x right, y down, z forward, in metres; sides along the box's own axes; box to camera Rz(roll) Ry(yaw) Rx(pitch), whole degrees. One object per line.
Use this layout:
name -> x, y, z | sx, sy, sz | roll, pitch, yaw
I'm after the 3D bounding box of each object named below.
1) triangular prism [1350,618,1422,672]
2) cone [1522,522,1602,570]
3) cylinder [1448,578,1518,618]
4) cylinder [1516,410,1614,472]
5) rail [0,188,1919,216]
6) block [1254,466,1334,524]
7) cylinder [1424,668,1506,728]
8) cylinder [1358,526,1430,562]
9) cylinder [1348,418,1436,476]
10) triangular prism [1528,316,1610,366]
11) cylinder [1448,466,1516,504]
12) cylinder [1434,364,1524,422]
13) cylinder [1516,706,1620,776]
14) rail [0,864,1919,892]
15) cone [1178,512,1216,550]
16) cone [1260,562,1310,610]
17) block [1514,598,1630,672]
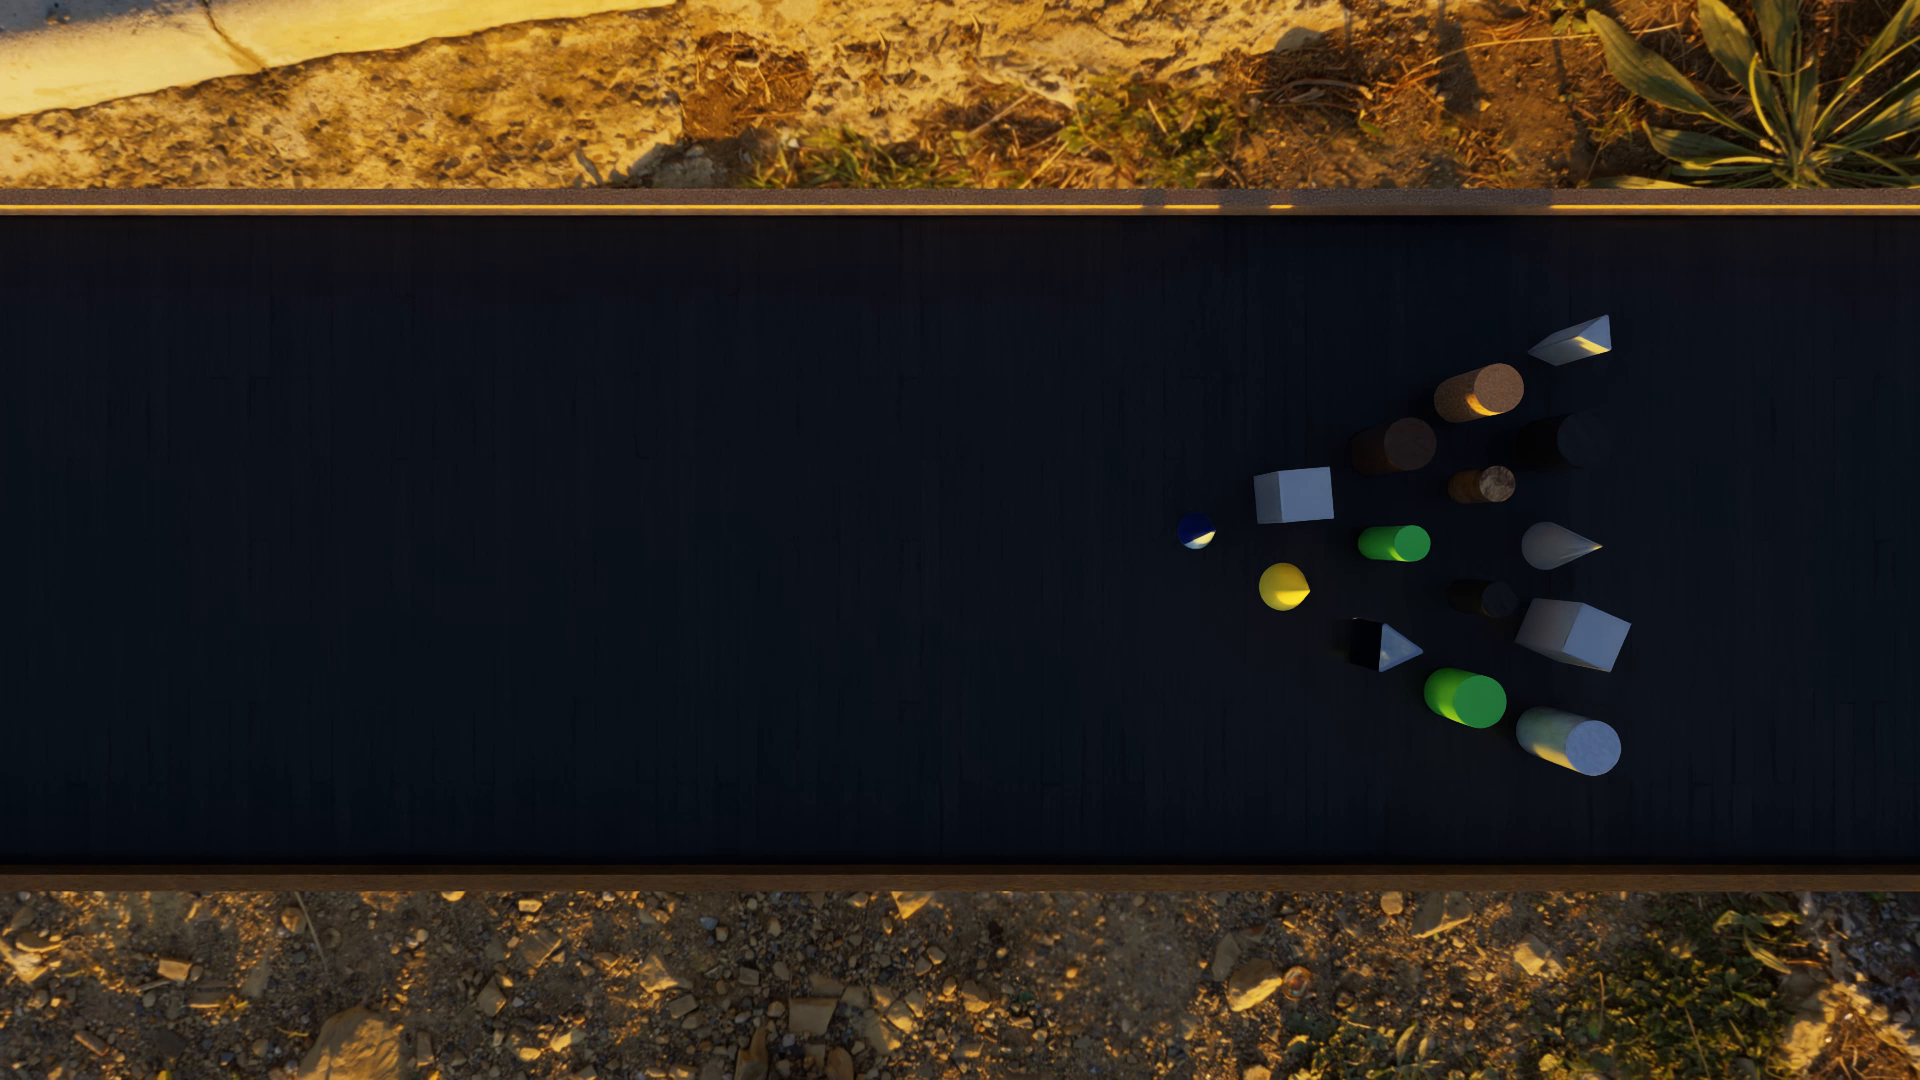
triangular prism -> 1.239, 0.294, 4.899 | 0.138, 0.355, 0.120 | -25, 90, 0
cone -> 1.803, 0.018, 4.849 | 0.149, 0.455, 0.149 | 0, 90, 0
cylinder -> 1.554, 0.171, 4.913 | 0.105, 0.328, 0.105 | 0, 90, 0
cylinder -> 1.795, -0.289, 4.906 | 0.164, 0.341, 0.164 | 0, 90, 0
rail -> -2.247, -1.025, 5.002 | 12.000, 0.150, 0.050 | 0, 90, 0
block -> 0.983, -0.129, 4.880 | 0.147, 0.393, 0.147 | -5, 90, 0
cylinder -> 1.504, 0.468, 4.922 | 0.153, 0.309, 0.153 | 0, 90, 0
cylinder -> 1.275, 0.010, 4.863 | 0.103, 0.427, 0.103 | 0, 90, 0
cylinder -> 1.269, -0.271, 4.862 | 0.149, 0.429, 0.149 | 0, 90, 0
triangular prism -> 1.809, -0.596, 4.865 | 0.100, 0.422, 0.086 | 25, 90, 0
cylinder -> 1.552, -0.162, 4.919 | 0.104, 0.315, 0.104 | 0, 90, 0
cylinder -> 1.529, -0.431, 4.877 | 0.141, 0.399, 0.141 | 0, 90, 0
cylinder -> 1.789, 0.588, 4.868 | 0.157, 0.416, 0.157 | 0, 90, 0
rail -> -2.247, 1.025, 5.001 | 12.000, 0.150, 0.050 | 0, 90, 0
cone -> 0.727, -0.029, 4.874 | 0.115, 0.405, 0.115 | 0, 90, 0
cone -> 0.994, 0.144, 4.878 | 0.148, 0.396, 0.148 | 0, 90, 0
block -> 1.803, 0.276, 4.873 | 0.149, 0.406, 0.149 | 24, 90, 0
